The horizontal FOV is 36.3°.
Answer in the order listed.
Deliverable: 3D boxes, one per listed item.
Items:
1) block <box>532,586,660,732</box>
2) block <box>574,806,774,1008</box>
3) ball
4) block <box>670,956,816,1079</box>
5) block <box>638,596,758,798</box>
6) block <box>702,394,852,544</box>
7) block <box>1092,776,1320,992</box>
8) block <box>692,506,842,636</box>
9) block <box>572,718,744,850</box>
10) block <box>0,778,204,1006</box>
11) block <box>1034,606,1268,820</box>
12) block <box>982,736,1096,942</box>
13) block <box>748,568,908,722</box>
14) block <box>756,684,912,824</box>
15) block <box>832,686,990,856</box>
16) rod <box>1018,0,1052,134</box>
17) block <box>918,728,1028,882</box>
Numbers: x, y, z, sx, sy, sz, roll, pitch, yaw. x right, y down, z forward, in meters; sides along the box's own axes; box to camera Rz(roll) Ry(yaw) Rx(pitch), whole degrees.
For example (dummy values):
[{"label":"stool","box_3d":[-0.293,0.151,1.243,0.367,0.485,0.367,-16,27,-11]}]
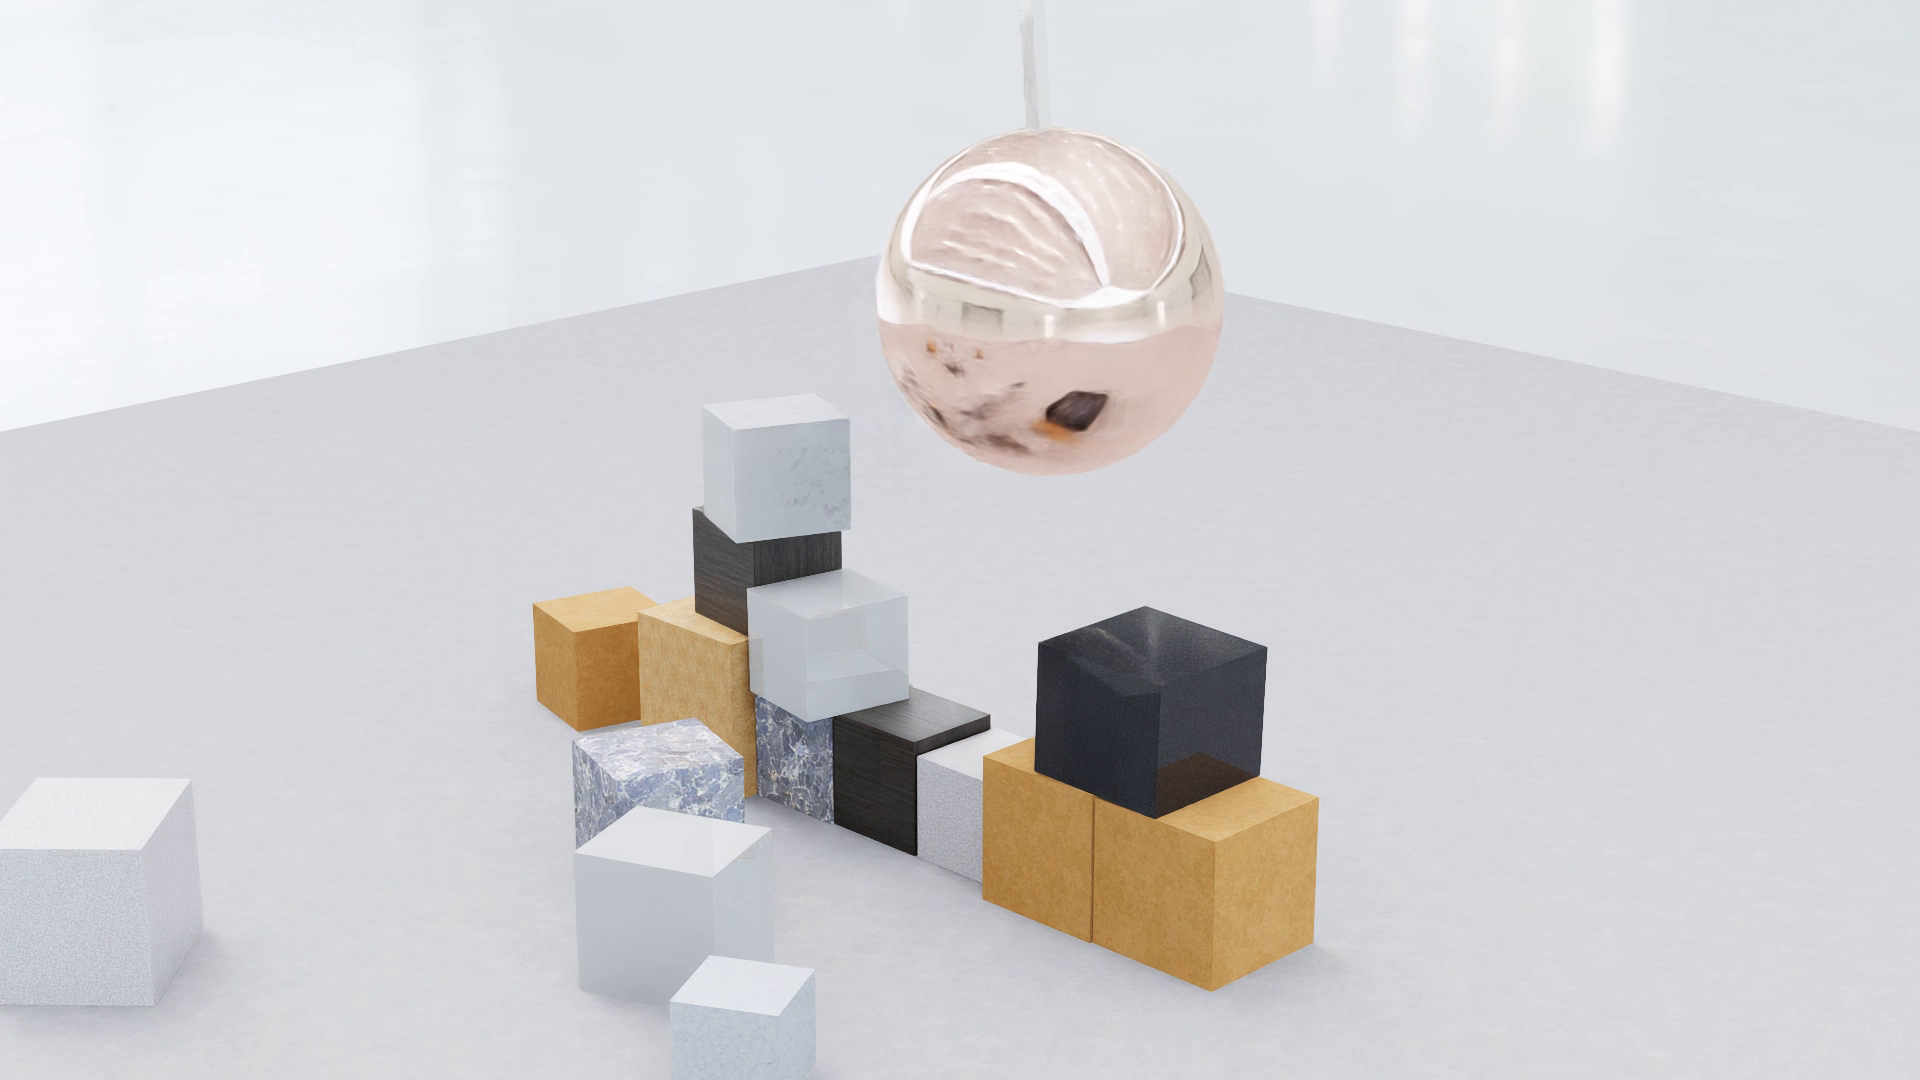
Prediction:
[{"label":"block","box_3d":[-1.873,0.620,15.459,0.564,0.546,0.544,-10,20,-29]},{"label":"block","box_3d":[-1.198,1.554,12.355,0.646,0.626,0.545,7,19,22]},{"label":"ball","box_3d":[0.409,-1.093,13.427,1.600,1.600,1.600,0,17,0]},{"label":"block","box_3d":[-0.847,1.933,11.516,0.445,0.407,0.425,5,18,16]},{"label":"block","box_3d":[-1.063,0.730,14.672,0.807,0.810,0.704,-17,24,-42]},{"label":"block","box_3d":[-0.881,-0.349,14.035,0.575,0.552,0.496,-7,19,-21]},{"label":"block","box_3d":[1.059,1.428,12.663,0.683,0.682,0.675,-17,24,-42]},{"label":"block","box_3d":[-0.944,0.116,14.377,0.516,0.539,0.534,-13,22,-36]},{"label":"block","box_3d":[-1.377,1.234,13.411,0.610,0.603,0.568,-9,19,-26]},{"label":"block","box_3d":[-3.674,1.484,12.453,0.673,0.702,0.766,0,17,1]},{"label":"block","box_3d":[0.823,0.734,12.702,0.701,0.599,0.695,19,25,42]},{"label":"block","box_3d":[0.569,1.285,13.103,0.653,0.692,0.670,17,24,42]},{"label":"block","box_3d":[-0.630,0.495,14.010,0.566,0.518,0.534,-12,20,-32]},{"label":"block","box_3d":[-0.611,0.975,14.300,0.558,0.565,0.521,-17,24,-42]},{"label":"block","box_3d":[-0.229,1.090,13.926,0.552,0.570,0.505,17,24,42]},{"label":"rod","box_3d":[0.177,-4.252,12.191,0.080,5.200,0.080,17,29,42]},{"label":"block","box_3d":[0.175,1.237,13.574,0.516,0.501,0.538,-17,24,-42]}]
